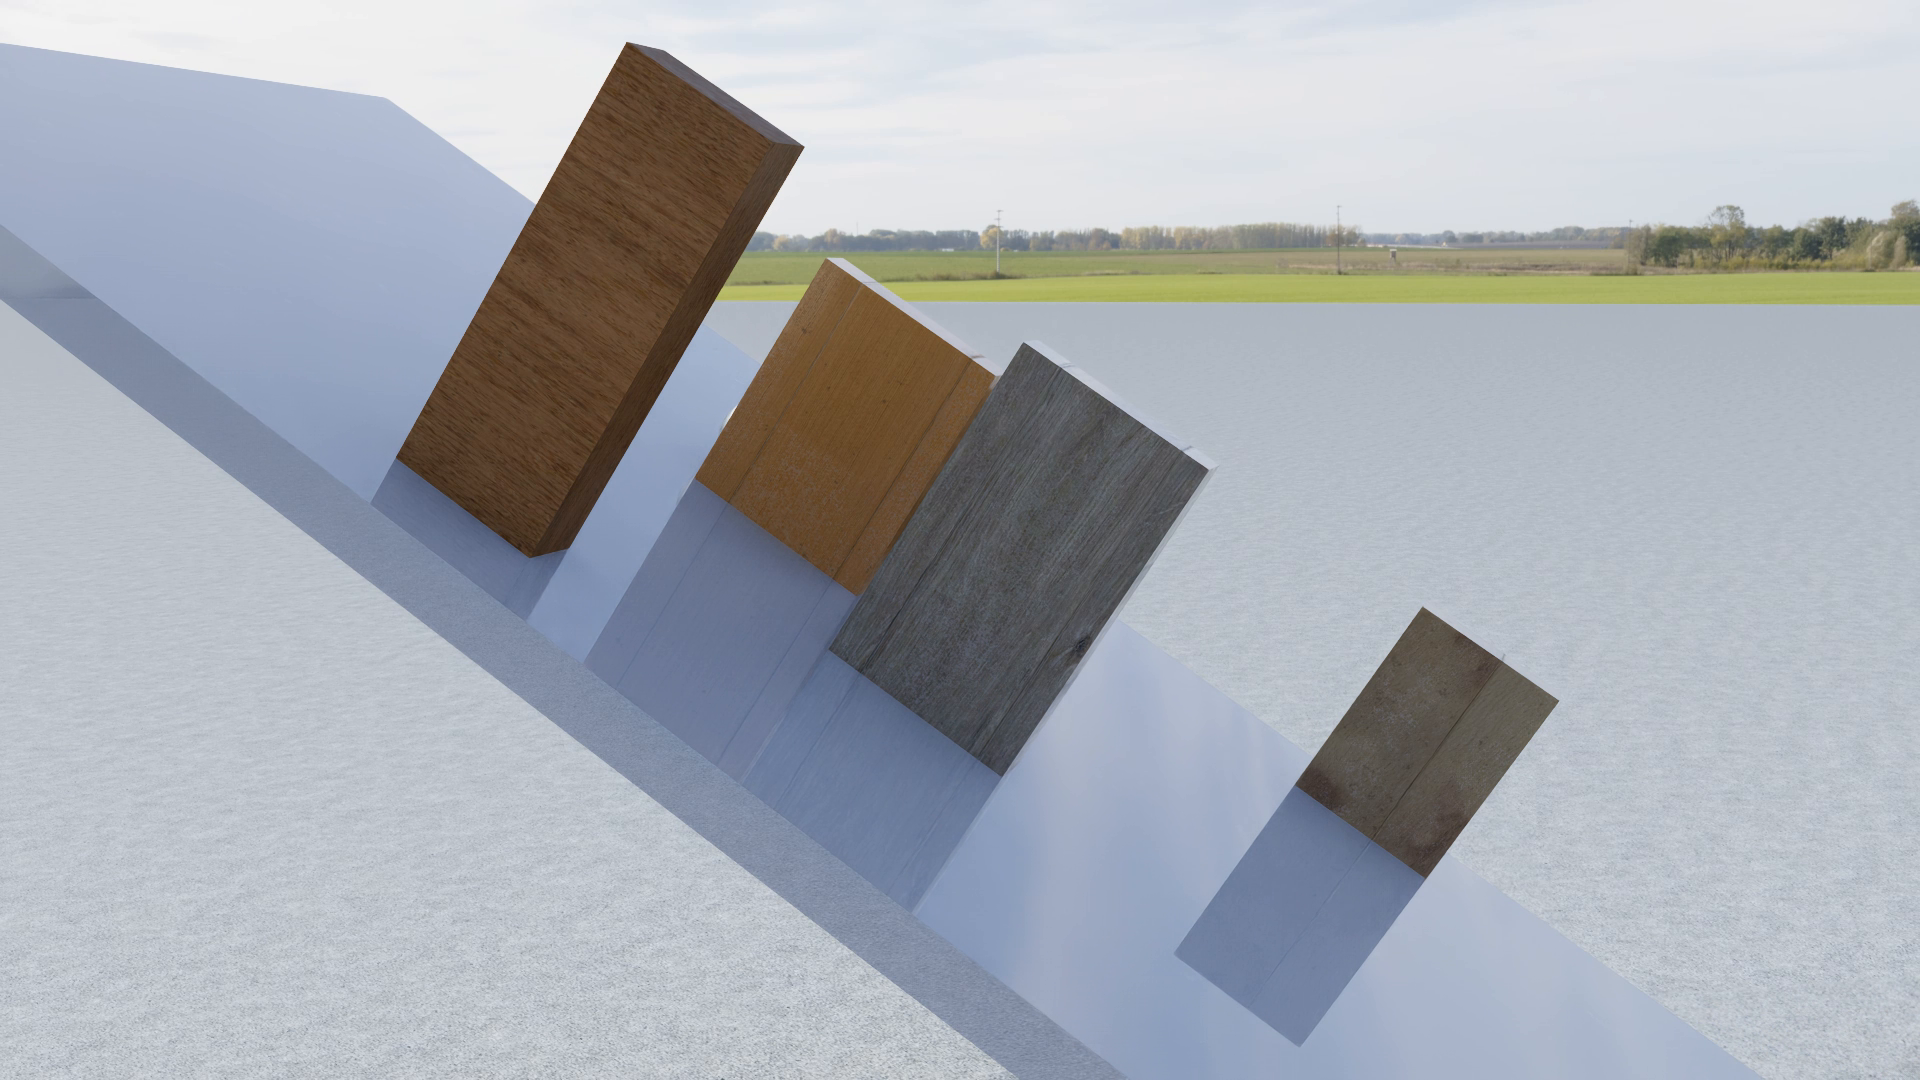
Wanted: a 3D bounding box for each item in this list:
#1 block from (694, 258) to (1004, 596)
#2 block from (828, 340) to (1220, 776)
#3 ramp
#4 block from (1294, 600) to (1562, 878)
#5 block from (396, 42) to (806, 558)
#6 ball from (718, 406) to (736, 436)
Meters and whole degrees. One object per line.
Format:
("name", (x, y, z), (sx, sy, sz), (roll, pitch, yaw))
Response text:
("block", (-0.207, -0.213, 4.127), (0.390, 0.495, 0.091), (36, 15, 10))
("block", (0.102, 0.032, 3.715), (0.373, 0.634, 0.095), (36, 15, 10))
("ramp", (-0.127, 0.214, 4.099), (4.000, 0.100, 2.000), (36, 15, 10))
("block", (0.974, 0.416, 4.591), (0.331, 0.468, 0.091), (36, 15, 10))
("block", (-0.560, -0.363, 3.392), (0.275, 0.750, 0.133), (36, 15, 10))
("ball", (-0.392, -0.194, 4.323), (0.169, 0.169, 0.169), (0, 7, 0))
